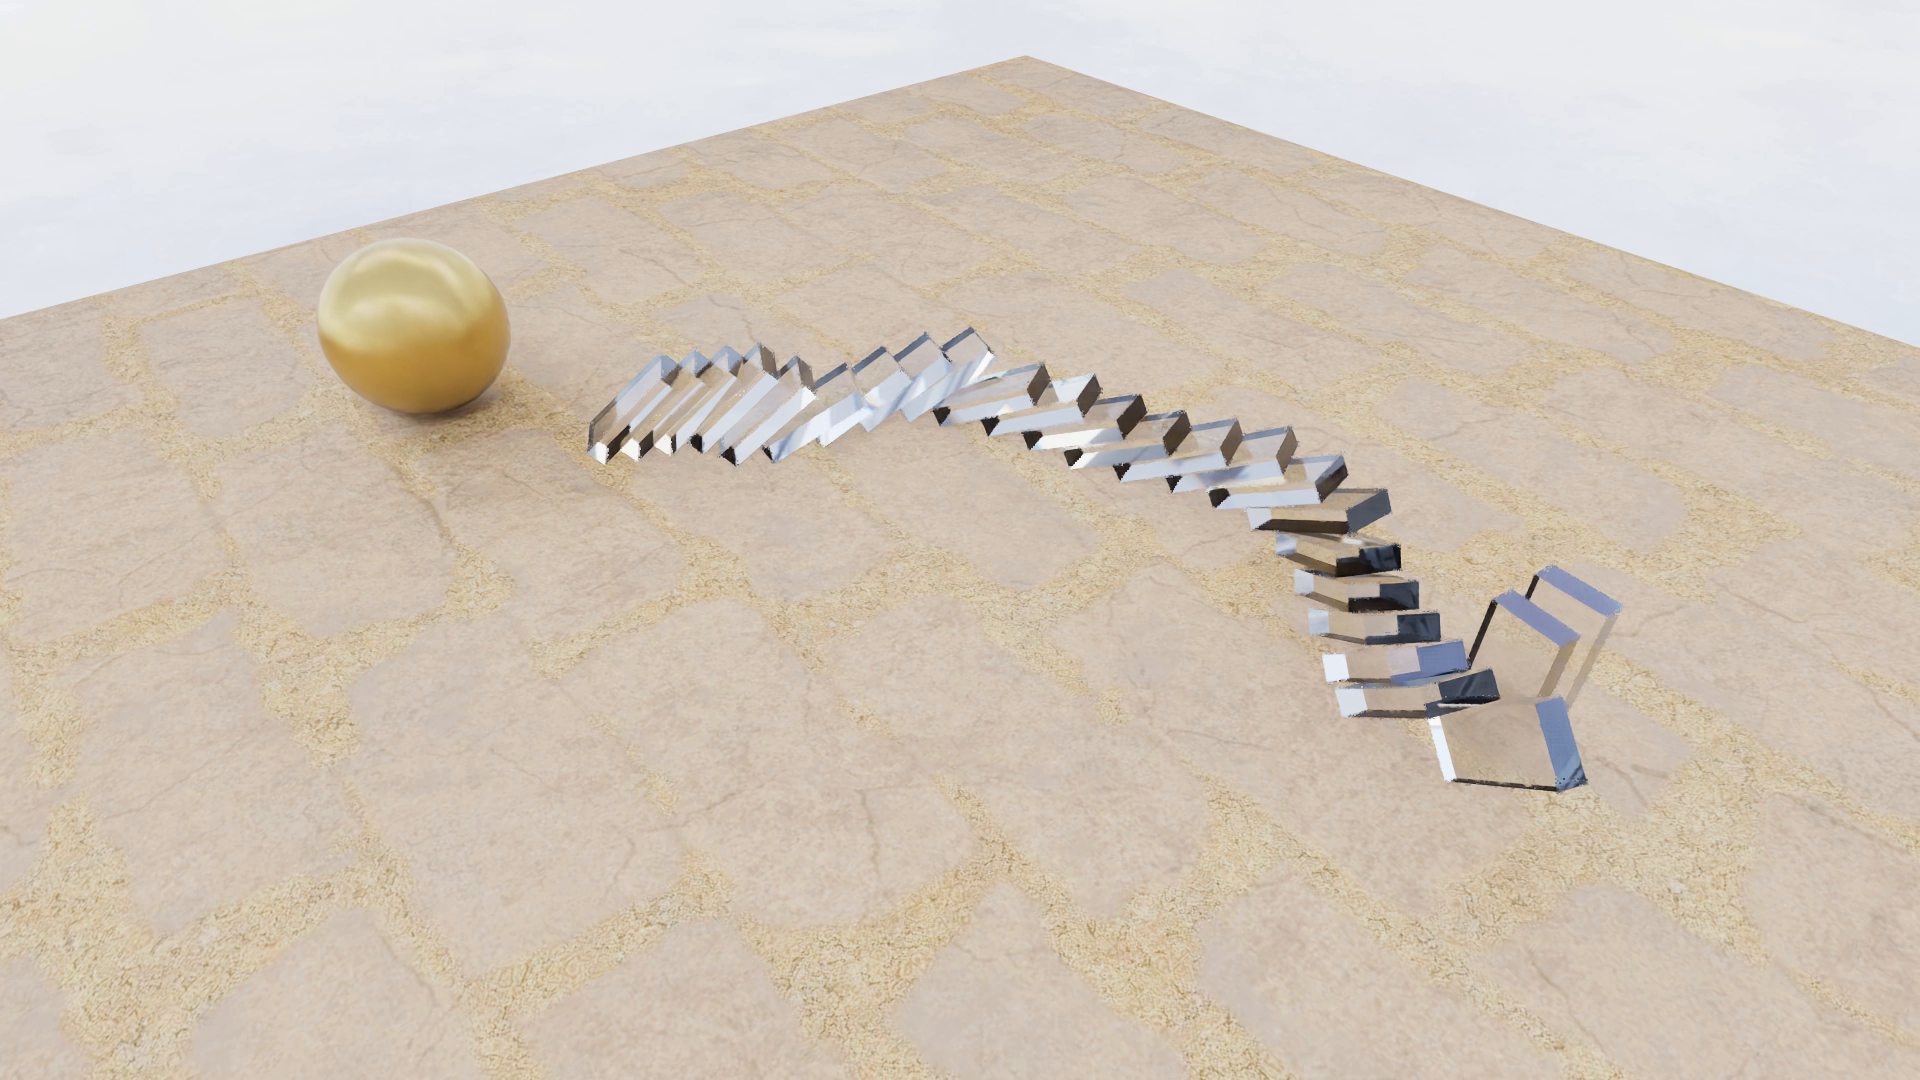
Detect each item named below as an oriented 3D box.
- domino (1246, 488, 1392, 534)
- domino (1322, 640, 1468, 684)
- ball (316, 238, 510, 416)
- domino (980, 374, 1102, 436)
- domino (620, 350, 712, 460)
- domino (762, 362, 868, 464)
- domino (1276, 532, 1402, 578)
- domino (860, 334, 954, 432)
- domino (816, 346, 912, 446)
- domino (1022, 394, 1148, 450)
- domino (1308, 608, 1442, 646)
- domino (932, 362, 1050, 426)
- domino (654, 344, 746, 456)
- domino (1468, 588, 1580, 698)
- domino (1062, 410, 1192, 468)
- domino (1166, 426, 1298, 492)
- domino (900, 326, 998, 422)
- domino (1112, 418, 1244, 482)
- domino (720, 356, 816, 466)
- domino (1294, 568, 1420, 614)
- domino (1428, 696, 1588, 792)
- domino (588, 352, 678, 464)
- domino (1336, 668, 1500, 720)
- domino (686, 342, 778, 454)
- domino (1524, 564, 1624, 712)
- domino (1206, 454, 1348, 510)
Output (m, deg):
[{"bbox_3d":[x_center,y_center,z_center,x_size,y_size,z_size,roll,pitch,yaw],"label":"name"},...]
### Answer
[{"bbox_3d":[0.142,-0.012,0.439,0.025,0.009,0.050,-24,15,-28],"label":"domino"},{"bbox_3d":[0.144,0.041,0.367,0.025,0.050,0.009,-8,84,-5],"label":"domino"},{"bbox_3d":[-0.250,-0.098,0.507,0.080,0.080,0.080,0,39,0],"label":"ball"},{"bbox_3d":[0.037,-0.062,0.502,0.050,0.010,0.025,-7,31,34],"label":"domino"},{"bbox_3d":[-0.132,-0.061,0.493,0.050,0.009,0.025,-40,37,18],"label":"domino"},{"bbox_3d":[-0.068,-0.057,0.496,0.050,0.010,0.025,-31,42,6],"label":"domino"},{"bbox_3d":[0.143,0.004,0.420,0.025,0.010,0.050,-6,10,-8],"label":"domino"},{"bbox_3d":[-0.029,-0.074,0.515,0.050,0.010,0.025,-36,41,0],"label":"domino"},{"bbox_3d":[-0.049,-0.067,0.506,0.050,0.009,0.025,-36,42,0],"label":"domino"},{"bbox_3d":[0.055,-0.052,0.491,0.050,0.010,0.025,-3,31,40],"label":"domino"},{"bbox_3d":[0.143,0.029,0.384,0.025,0.010,0.050,-3,0,-3],"label":"domino"},{"bbox_3d":[0.014,-0.067,0.510,0.050,0.009,0.025,-8,32,31],"label":"domino"},{"bbox_3d":[-0.118,-0.063,0.496,0.050,0.009,0.025,-40,37,18],"label":"domino"},{"bbox_3d":[0.179,0.043,0.359,0.009,0.050,0.025,-21,44,-24],"label":"domino"},{"bbox_3d":[0.073,-0.044,0.480,0.050,0.010,0.025,-4,30,40],"label":"domino"},{"bbox_3d":[0.115,-0.034,0.467,0.050,0.009,0.025,-8,29,38],"label":"domino"},{"bbox_3d":[-0.009,-0.079,0.521,0.050,0.010,0.025,-34,39,2],"label":"domino"},{"bbox_3d":[0.094,-0.038,0.473,0.050,0.010,0.025,-7,30,37],"label":"domino"},{"bbox_3d":[-0.086,-0.058,0.490,0.050,0.010,0.025,-38,38,17],"label":"domino"},{"bbox_3d":[0.144,0.017,0.402,0.025,0.010,0.050,-3,6,-3],"label":"domino"},{"bbox_3d":[0.164,0.061,0.334,0.009,0.050,0.025,-12,84,-14],"label":"domino"},{"bbox_3d":[-0.146,-0.059,0.491,0.050,0.010,0.025,-40,37,18],"label":"domino"},{"bbox_3d":[0.146,0.050,0.355,0.025,0.050,0.010,-12,84,-12],"label":"domino"},{"bbox_3d":[-0.104,-0.064,0.497,0.050,0.010,0.025,-40,37,17],"label":"domino"},{"bbox_3d":[0.198,0.035,0.369,0.009,0.050,0.025,-24,45,-27],"label":"domino"},{"bbox_3d":[0.131,-0.024,0.454,0.050,0.010,0.025,-2,26,48],"label":"domino"}]
